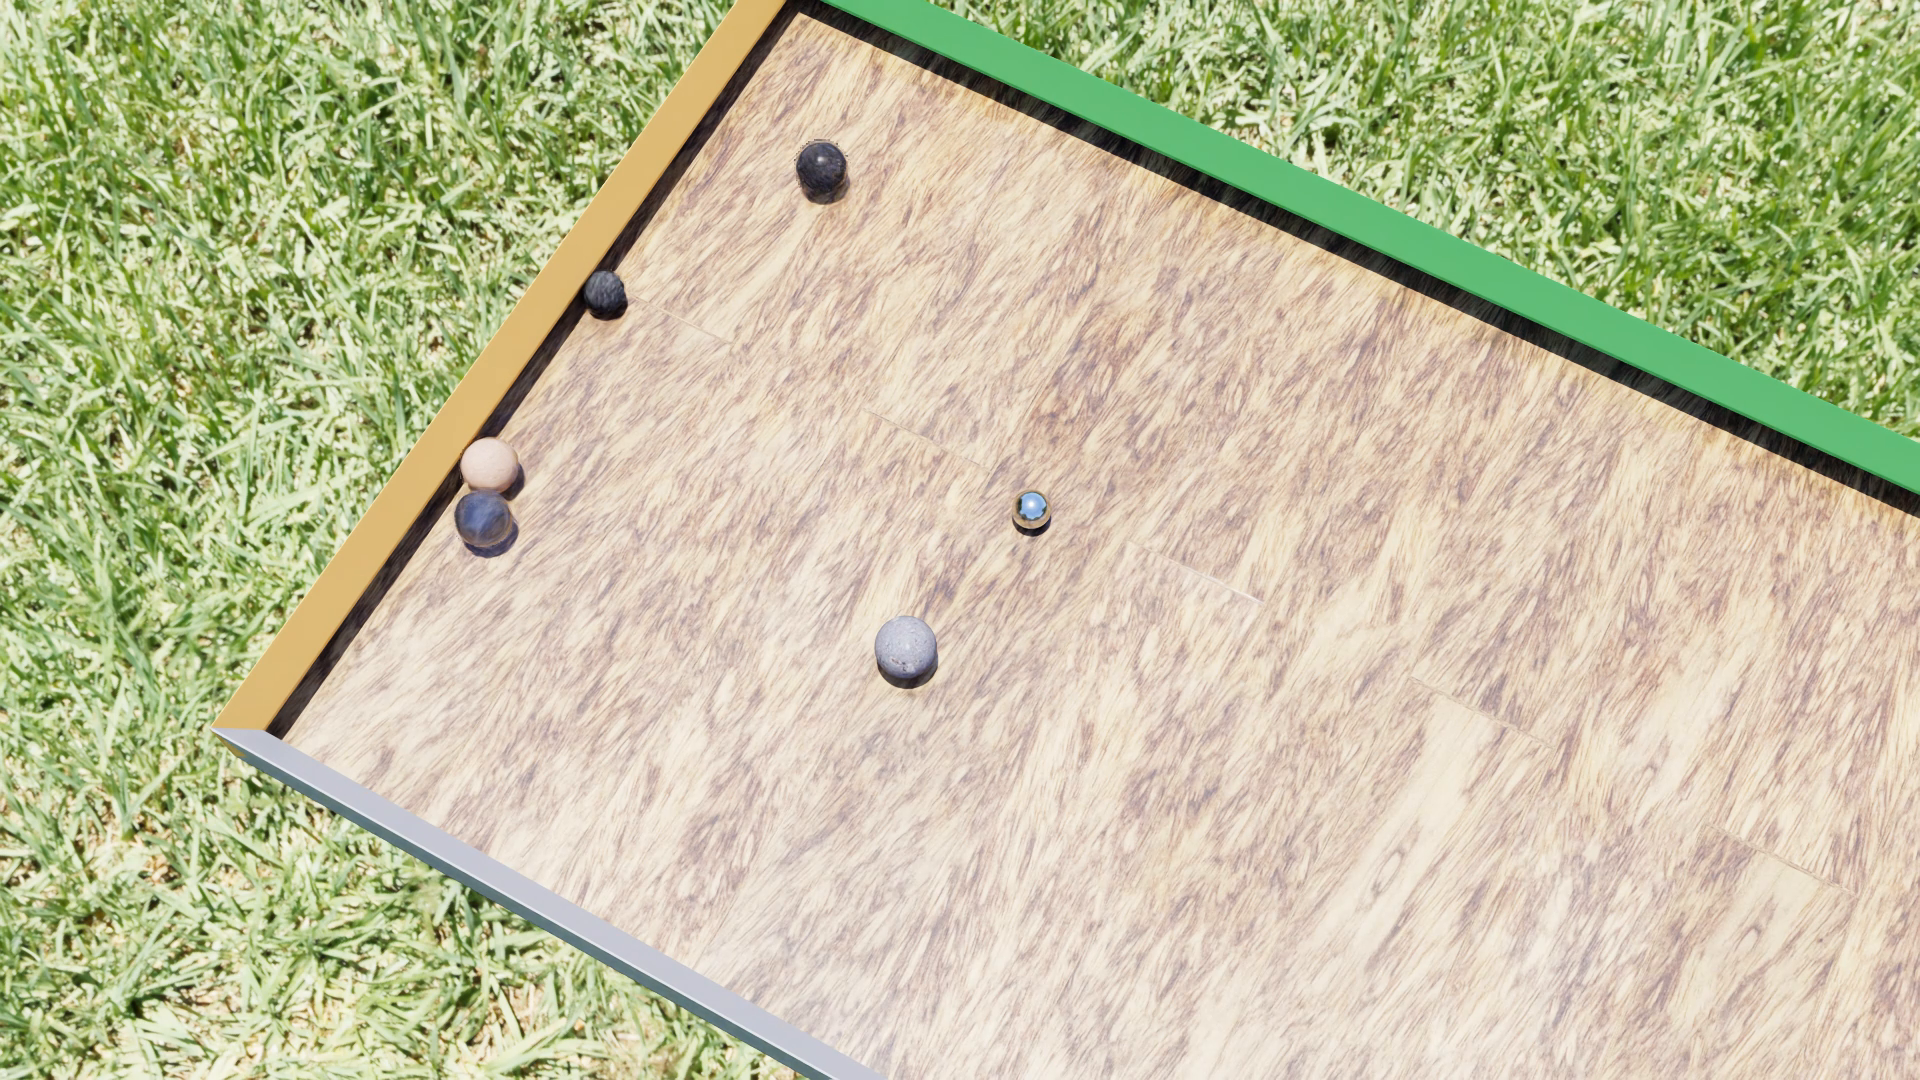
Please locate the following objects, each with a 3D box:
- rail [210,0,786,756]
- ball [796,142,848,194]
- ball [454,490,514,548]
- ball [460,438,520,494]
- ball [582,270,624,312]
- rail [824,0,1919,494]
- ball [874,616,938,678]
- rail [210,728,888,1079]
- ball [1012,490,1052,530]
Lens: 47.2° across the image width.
[{"bbox_3d":[-0.704,-0.361,3.675,0.045,0.129,1.703,26,68,11],"label":"rail"},{"bbox_3d":[-0.240,-0.648,3.827,0.090,0.090,0.090,0,66,0],"label":"ball"},{"bbox_3d":[-0.769,-0.035,3.549,0.094,0.094,0.094,0,66,0],"label":"ball"},{"bbox_3d":[-0.767,-0.121,3.588,0.094,0.094,0.094,0,66,0],"label":"ball"},{"bbox_3d":[-0.605,-0.422,3.736,0.071,0.071,0.071,0,66,0],"label":"ball"},{"bbox_3d":[1.122,-0.311,3.653,3.304,0.129,0.045,26,68,11],"label":"rail"},{"bbox_3d":[-0.085,0.168,3.455,0.099,0.099,0.099,0,66,0],"label":"ball"},{"bbox_3d":[0.328,1.014,3.057,3.304,0.129,0.045,26,68,11],"label":"rail"},{"bbox_3d":[0.116,-0.050,3.572,0.065,0.065,0.065,0,66,0],"label":"ball"}]
